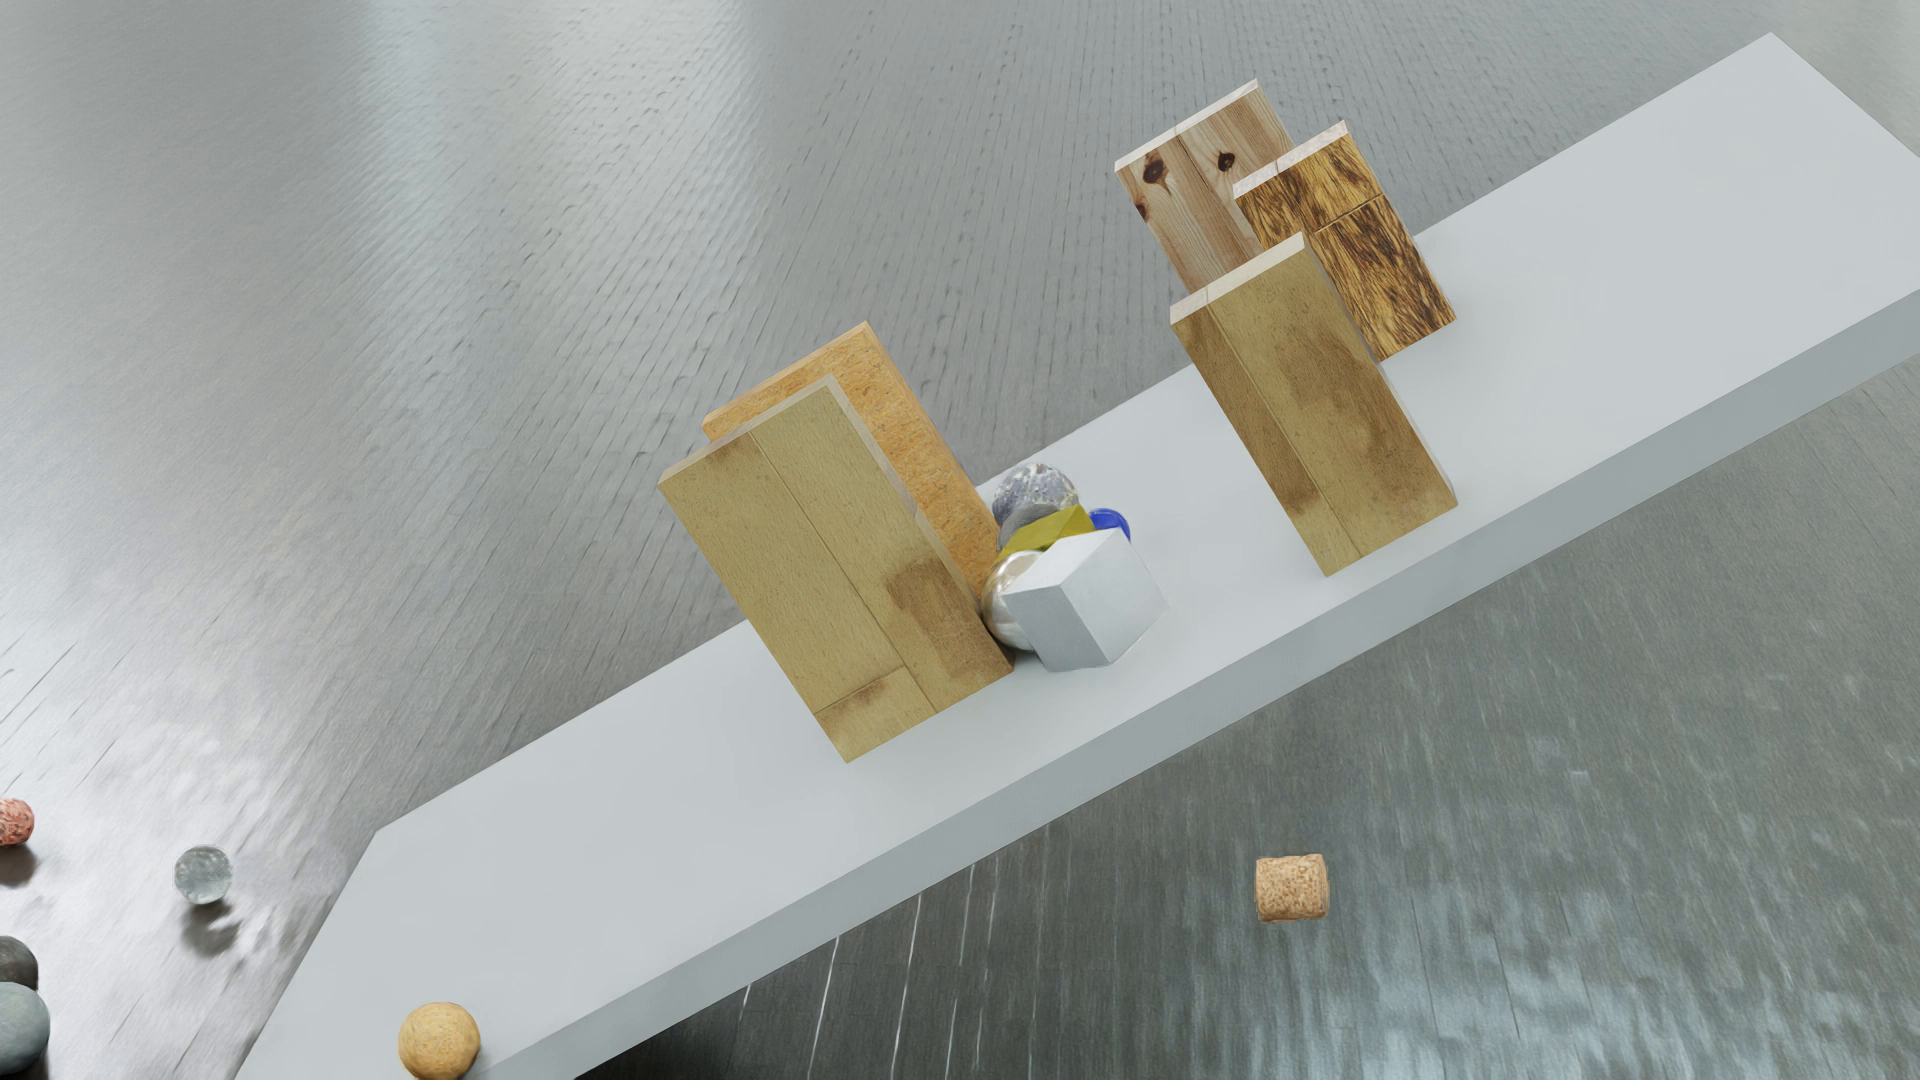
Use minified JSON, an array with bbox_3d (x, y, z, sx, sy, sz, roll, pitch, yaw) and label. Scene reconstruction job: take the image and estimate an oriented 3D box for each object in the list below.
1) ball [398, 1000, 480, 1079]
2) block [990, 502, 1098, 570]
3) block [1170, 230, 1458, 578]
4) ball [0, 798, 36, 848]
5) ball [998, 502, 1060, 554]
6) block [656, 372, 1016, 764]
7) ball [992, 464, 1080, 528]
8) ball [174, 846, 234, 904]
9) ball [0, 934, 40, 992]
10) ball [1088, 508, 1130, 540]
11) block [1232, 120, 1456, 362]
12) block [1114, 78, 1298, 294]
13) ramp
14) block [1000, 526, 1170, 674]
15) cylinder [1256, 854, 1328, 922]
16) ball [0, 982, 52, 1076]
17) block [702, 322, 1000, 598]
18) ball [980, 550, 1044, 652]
[{"bbox_3d":[-0.996,0.961,5.627,0.157,0.157,0.157,0,20,0],"label":"ball"},{"bbox_3d":[0.196,0.057,6.012,0.165,0.165,0.165,-24,17,32],"label":"block"},{"bbox_3d":[0.636,-0.241,5.287,0.271,0.552,0.126,-30,15,13],"label":"block"},{"bbox_3d":[-2.510,0.745,7.765,0.130,0.130,0.130,0,20,0],"label":"ball"},{"bbox_3d":[0.166,0.008,6.218,0.172,0.172,0.172,0,20,0],"label":"ball"},{"bbox_3d":[-0.242,0.062,5.866,0.399,0.693,0.089,-30,15,13],"label":"block"},{"bbox_3d":[0.167,-0.071,6.430,0.191,0.191,0.191,0,20,0],"label":"ball"},{"bbox_3d":[-1.917,0.847,7.452,0.147,0.147,0.147,0,20,0],"label":"ball"},{"bbox_3d":[-2.258,1.023,6.865,0.209,0.209,0.209,0,20,0],"label":"ball"},{"bbox_3d":[0.298,-0.011,6.099,0.111,0.111,0.111,0,20,0],"label":"ball"},{"bbox_3d":[0.818,-0.614,6.263,0.272,0.466,0.138,-30,15,13],"label":"block"},{"bbox_3d":[0.661,-0.730,6.806,0.377,0.544,0.111,-30,15,13],"label":"block"},{"bbox_3d":[0.141,0.169,6.290,4.000,0.100,2.000,-30,15,13],"label":"ramp"},{"bbox_3d":[0.242,0.118,5.673,0.191,0.191,0.191,-43,17,-32],"label":"block"},{"bbox_3d":[0.575,0.602,5.090,0.108,0.108,0.108,-7,18,15],"label":"cylinder"},{"bbox_3d":[-2.161,1.103,6.640,0.209,0.209,0.209,0,20,0],"label":"ball"},{"bbox_3d":[-0.200,-0.085,6.315,0.409,0.660,0.080,-30,15,13],"label":"block"},{"bbox_3d":[0.142,0.121,5.845,0.204,0.204,0.204,0,20,0],"label":"ball"}]
